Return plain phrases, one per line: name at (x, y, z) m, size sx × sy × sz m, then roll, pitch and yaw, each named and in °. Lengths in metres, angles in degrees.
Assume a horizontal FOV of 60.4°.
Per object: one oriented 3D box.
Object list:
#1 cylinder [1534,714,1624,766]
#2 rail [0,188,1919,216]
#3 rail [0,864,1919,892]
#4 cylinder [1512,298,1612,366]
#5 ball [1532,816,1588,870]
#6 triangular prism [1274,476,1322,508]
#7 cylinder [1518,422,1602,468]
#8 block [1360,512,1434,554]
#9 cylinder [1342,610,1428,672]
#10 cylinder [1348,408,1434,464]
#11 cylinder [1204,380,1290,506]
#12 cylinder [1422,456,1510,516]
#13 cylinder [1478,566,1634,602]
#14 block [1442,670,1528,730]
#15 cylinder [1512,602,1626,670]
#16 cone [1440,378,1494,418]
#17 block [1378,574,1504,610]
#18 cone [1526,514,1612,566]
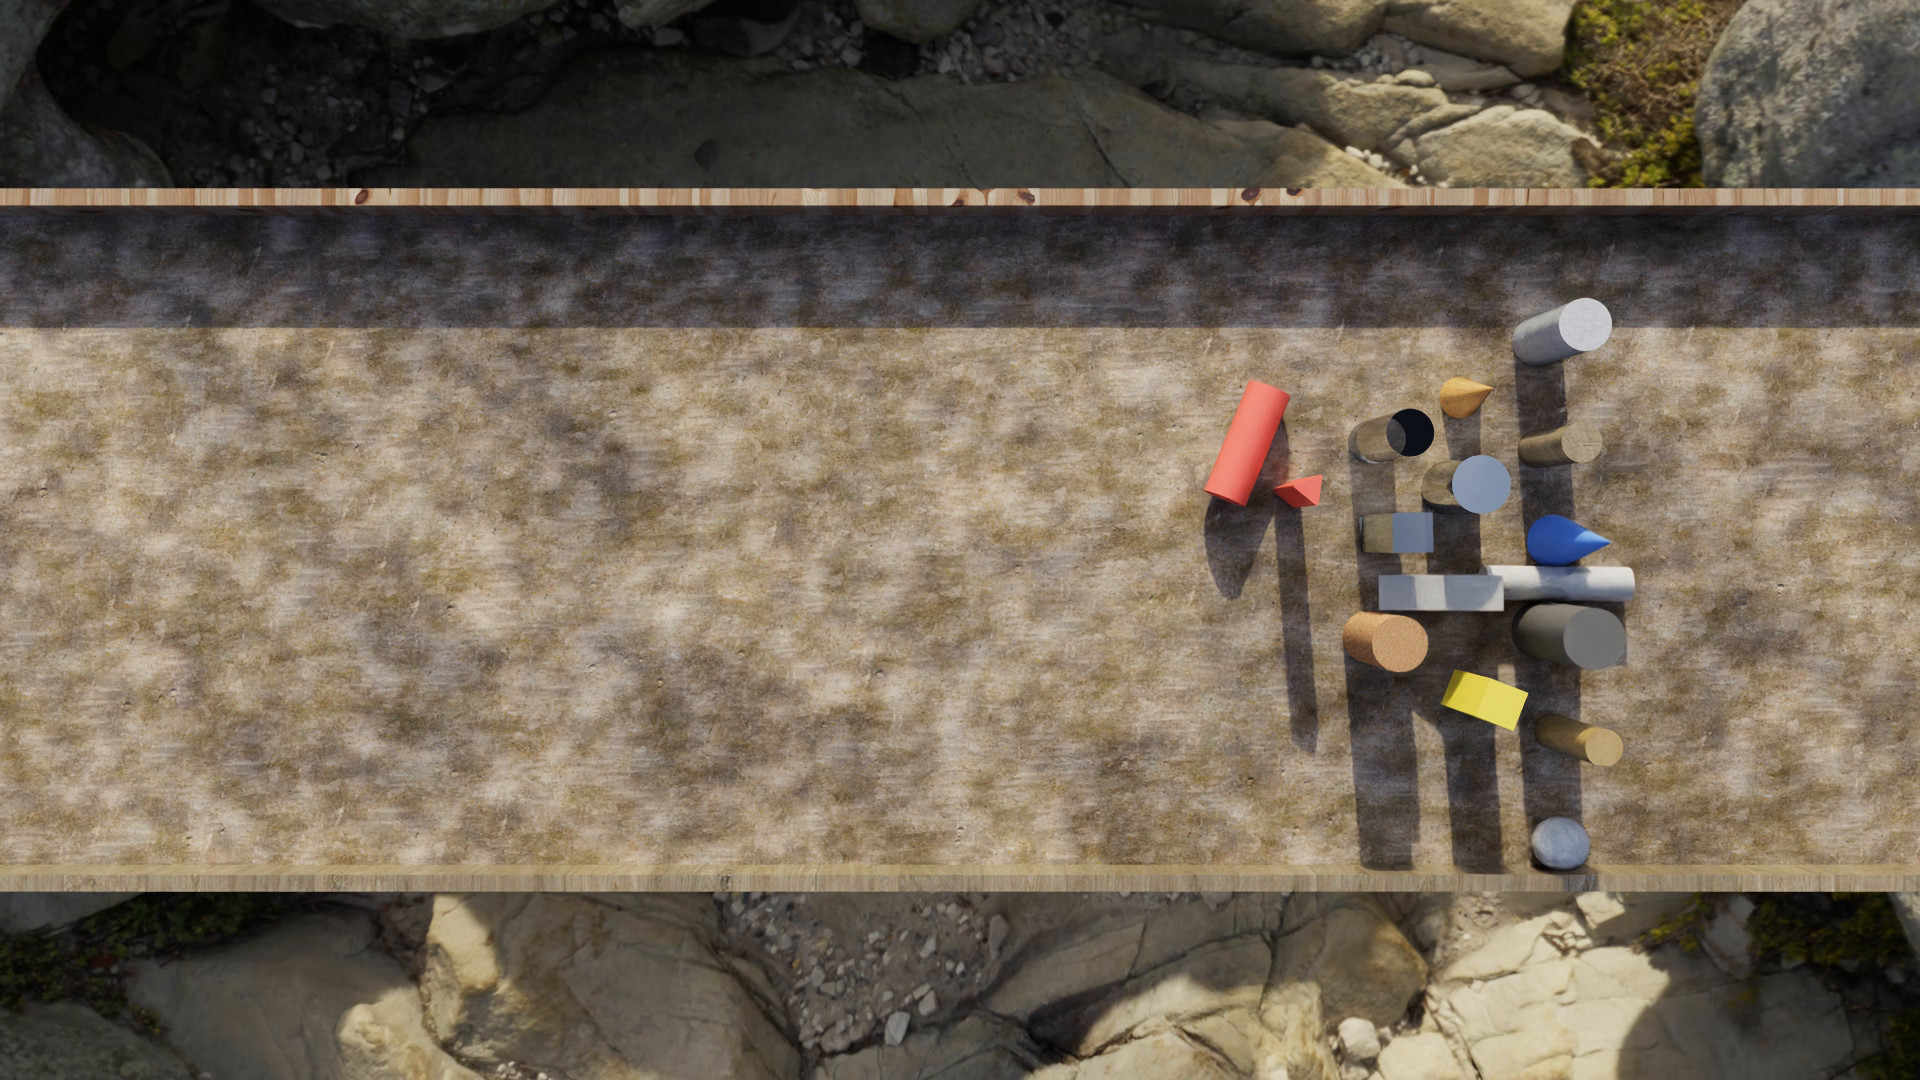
cylinder at (1.820, 0.588, 4.868) m, size 0.107 × 0.418 × 0.107 m, roll 0°, pitch 90°, yaw 0°
rail at (-2.247, -1.025, 5.002) m, size 12.000 × 0.150 × 0.050 m, roll 0°, pitch 90°, yaw 0°
rail at (-2.247, 1.025, 5.001) m, size 12.000 × 0.150 × 0.050 m, roll 0°, pitch 90°, yaw 0°
cylinder at (1.776, -0.612, 4.879) m, size 0.151 × 0.394 × 0.151 m, roll 0°, pitch 90°, yaw 0°
ball at (1.817, 0.919, 4.996) m, size 0.161 × 0.161 × 0.161 m, roll 0°, pitch 90°, yaw 0°
triangular prism at (1.018, -0.157, 4.911) m, size 0.088 × 0.331 × 0.076 m, roll 39°, pitch 90°, yaw 0°
cylinder at (1.775, -0.279, 4.892) m, size 0.117 × 0.369 × 0.117 m, roll 0°, pitch 90°, yaw 0°
block at (1.289, -0.021, 4.883) m, size 0.114 × 0.387 × 0.114 m, roll -1°, pitch 90°, yaw 0°
cylinder at (1.258, 0.297, 4.895) m, size 0.161 × 0.363 × 0.161 m, roll 0°, pitch 90°, yaw 0°
cylinder at (1.261, -0.301, 4.848) m, size 0.135 × 0.457 × 0.135 m, roll 0°, pitch 90°, yaw 0°
cylinder at (0.872, -0.292, 5.009) m, size 0.134 × 0.134 × 0.359 m, roll 22°, pitch 90°, yaw 0°
cylinder at (1.504, -0.160, 4.916) m, size 0.170 × 0.320 × 0.170 m, roll 0°, pitch 90°, yaw 0°
cylinder at (1.813, 0.132, 5.024) m, size 0.441 × 0.106 × 0.106 m, roll 1°, pitch 90°, yaw 0°
block at (1.555, 0.472, 4.905) m, size 0.116 × 0.343 × 0.116 m, roll 21°, pitch 90°, yaw 0°
cylinder at (1.785, 0.278, 4.859) m, size 0.176 × 0.433 × 0.176 m, roll 0°, pitch 90°, yaw 0°
cone at (1.540, -0.438, 4.918) m, size 0.128 × 0.316 × 0.128 m, roll 0°, pitch 90°, yaw 0°
block at (1.450, 0.157, 4.967) m, size 0.357 × 0.105 × 0.105 m, roll 0°, pitch 90°, yaw 20°
cone at (1.827, 0.005, 4.848) m, size 0.166 × 0.457 × 0.166 m, roll 0°, pitch 90°, yaw 0°
